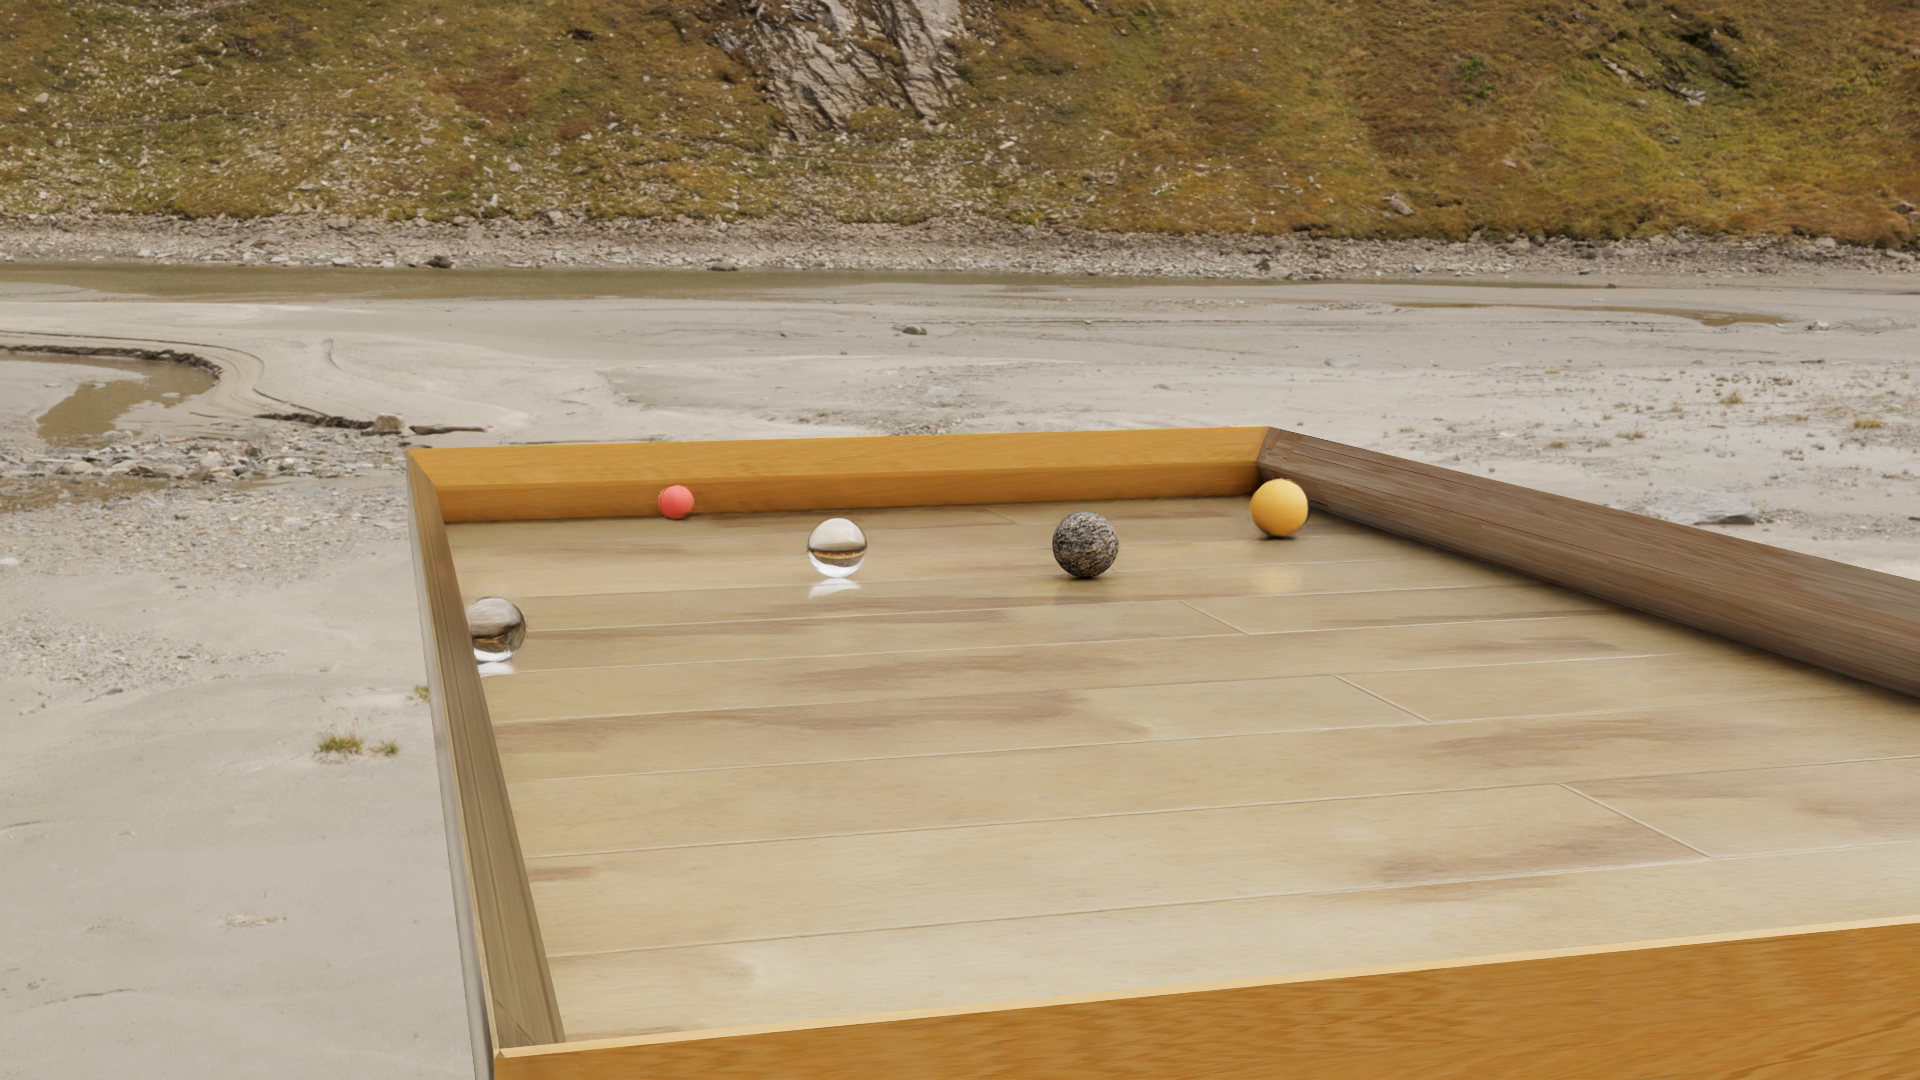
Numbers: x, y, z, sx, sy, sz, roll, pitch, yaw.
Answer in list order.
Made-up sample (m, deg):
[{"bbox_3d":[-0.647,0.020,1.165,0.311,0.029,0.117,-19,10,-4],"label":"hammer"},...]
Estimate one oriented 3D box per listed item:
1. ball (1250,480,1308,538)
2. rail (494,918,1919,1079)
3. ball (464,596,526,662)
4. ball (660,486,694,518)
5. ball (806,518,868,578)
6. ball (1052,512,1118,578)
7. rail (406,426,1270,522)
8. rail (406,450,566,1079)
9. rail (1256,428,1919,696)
[{"bbox_3d":[0.519,-0.051,3.573,0.094,0.094,0.094,0,8,0],"label":"ball"},{"bbox_3d":[0.531,0.274,1.280,1.571,0.125,0.045,-2,9,-15],"label":"rail"},{"bbox_3d":[-0.549,0.105,2.583,0.077,0.077,0.077,0,8,0],"label":"ball"},{"bbox_3d":[-0.488,-0.065,3.789,0.058,0.058,0.058,0,8,0],"label":"ball"},{"bbox_3d":[-0.177,0.011,3.176,0.088,0.088,0.088,0,8,0],"label":"ball"},{"bbox_3d":[0.181,0.006,3.179,0.096,0.096,0.096,0,8,0],"label":"ball"},{"bbox_3d":[-0.173,-0.117,3.904,1.571,0.125,0.045,-2,9,-15],"label":"rail"},{"bbox_3d":[-0.557,0.107,2.399,0.045,0.125,2.792,-2,9,-15],"label":"rail"},{"bbox_3d":[0.915,0.049,2.785,0.045,0.125,2.792,-2,9,-15],"label":"rail"}]
